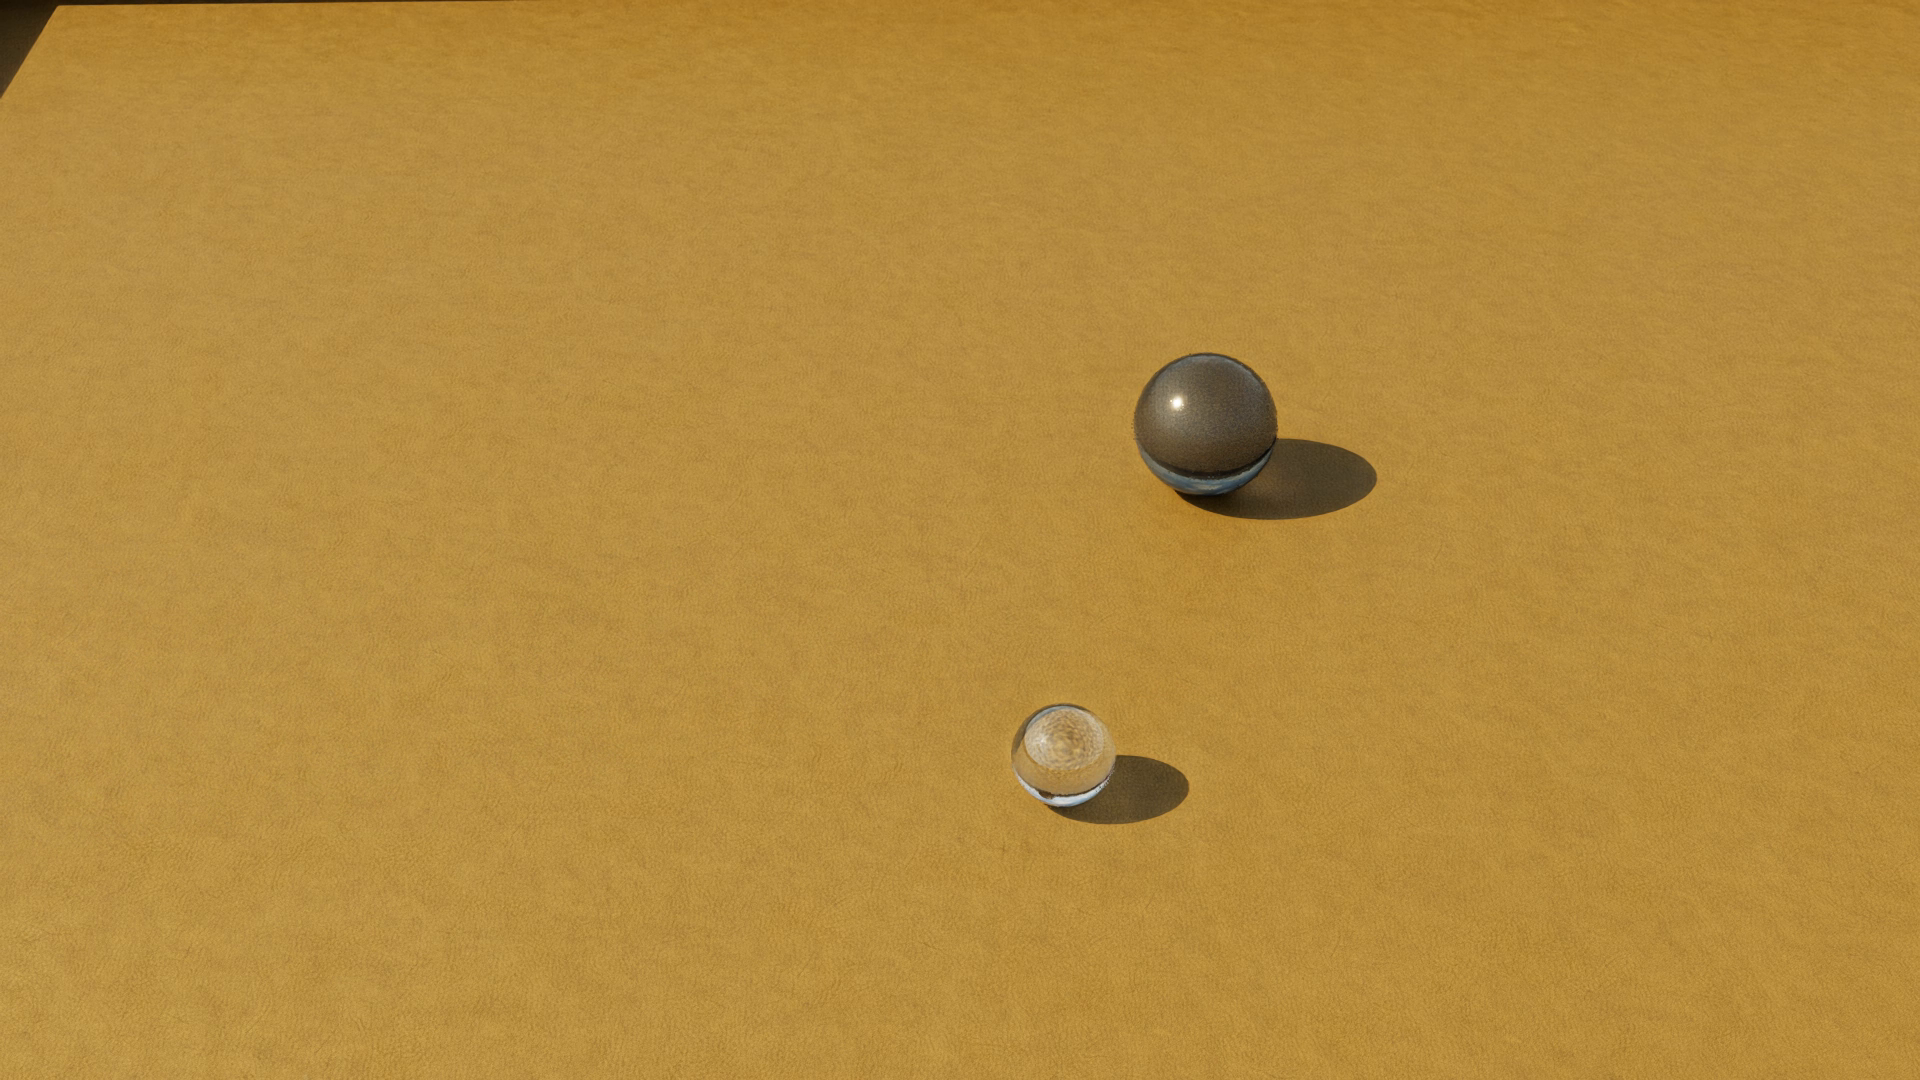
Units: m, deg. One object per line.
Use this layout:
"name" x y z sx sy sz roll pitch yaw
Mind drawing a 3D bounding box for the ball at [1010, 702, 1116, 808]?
"ball" 0.058 0.121 1.450 0.059 0.059 0.059 0 36 0

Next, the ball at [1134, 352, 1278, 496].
"ball" 0.162 -0.076 1.690 0.095 0.095 0.095 0 36 0
